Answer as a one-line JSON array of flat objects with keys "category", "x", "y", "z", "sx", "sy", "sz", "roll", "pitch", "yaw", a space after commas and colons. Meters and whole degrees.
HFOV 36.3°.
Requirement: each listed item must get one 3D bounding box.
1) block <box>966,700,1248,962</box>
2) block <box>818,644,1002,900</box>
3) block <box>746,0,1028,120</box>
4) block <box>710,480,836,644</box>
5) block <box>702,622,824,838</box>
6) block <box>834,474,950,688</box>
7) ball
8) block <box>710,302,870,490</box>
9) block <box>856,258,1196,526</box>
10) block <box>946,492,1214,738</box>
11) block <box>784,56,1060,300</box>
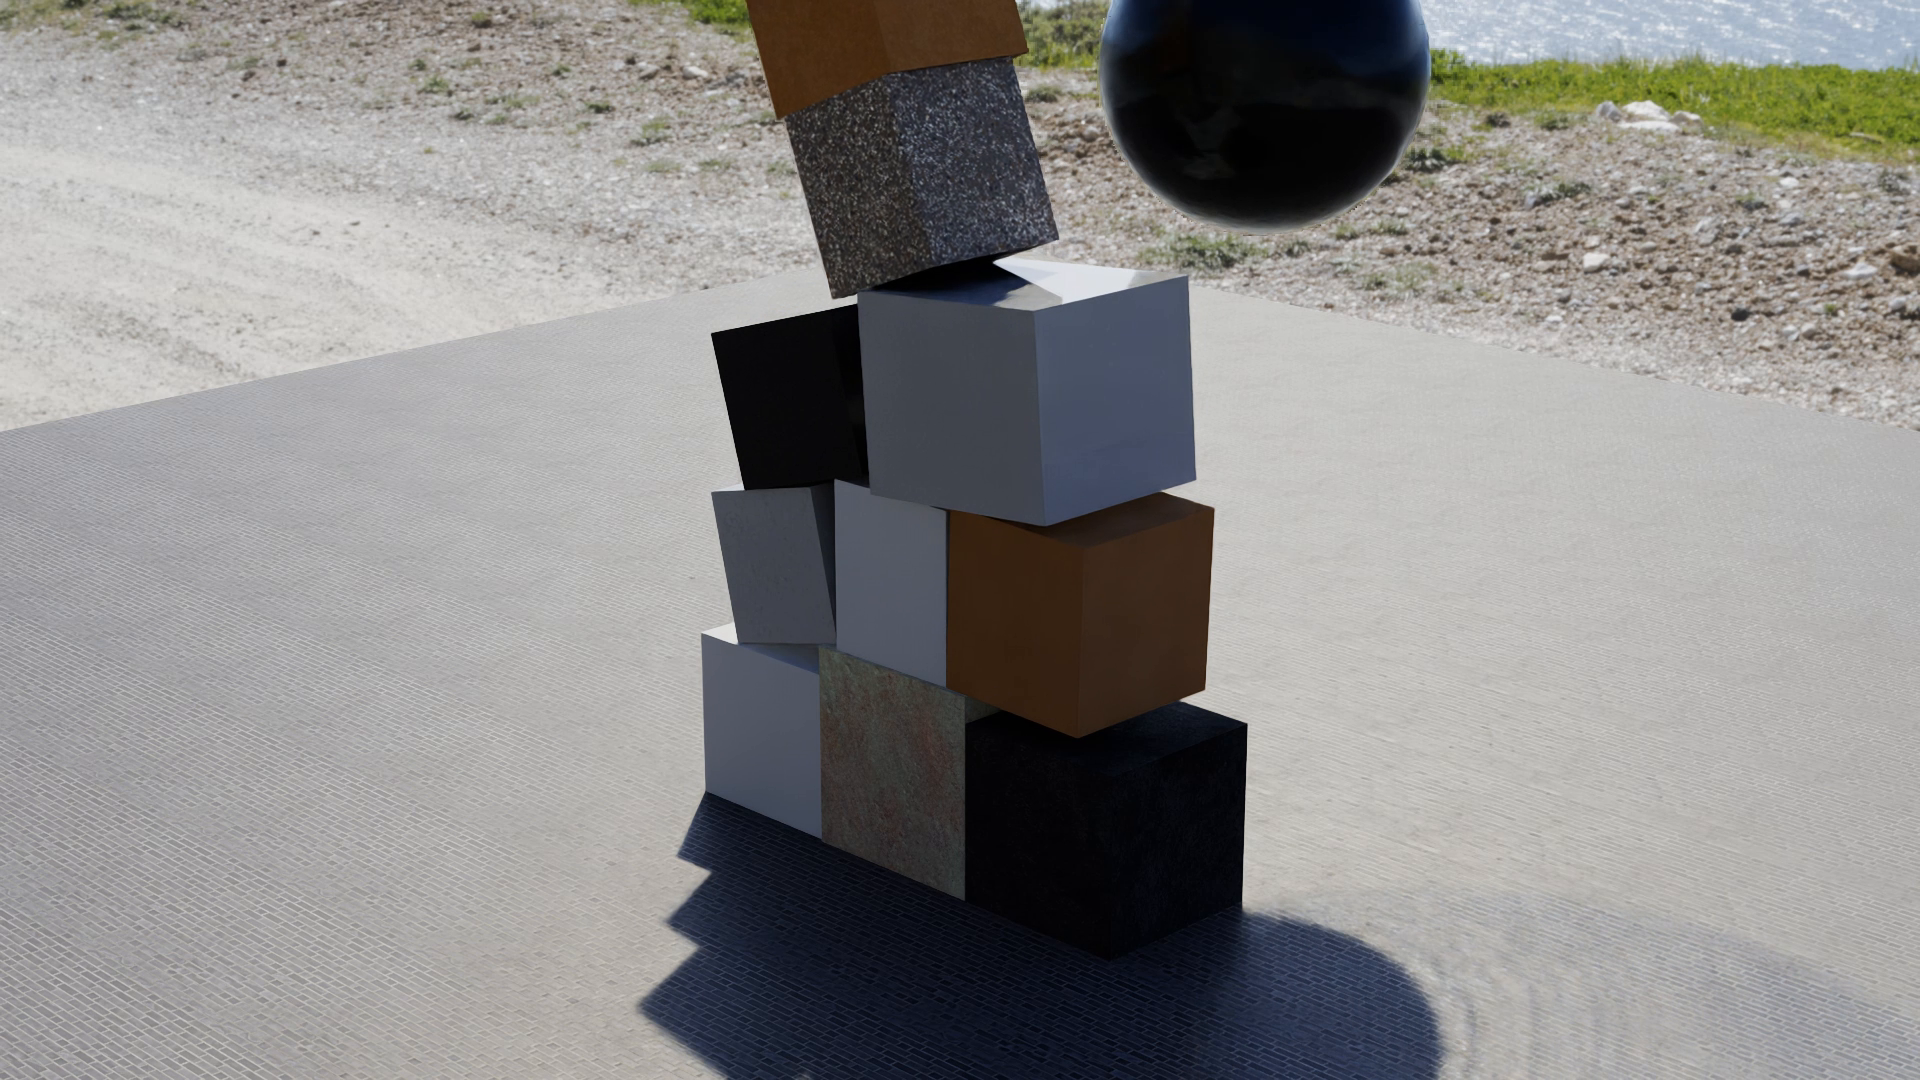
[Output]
[{"category": "block", "x": 0.647, "y": 1.217, "z": 13.050, "sx": 0.883, "sy": 0.854, "sz": 0.875, "roll": -17, "pitch": 24, "yaw": -42}, {"category": "block", "x": -0.005, "y": 0.964, "z": 13.653, "sx": 0.878, "sy": 0.975, "sz": 0.950, "roll": -17, "pitch": 24, "yaw": -42}, {"category": "block", "x": -0.352, "y": -2.386, "z": 12.979, "sx": 0.840, "sy": 0.775, "sz": 0.793, "roll": -17, "pitch": 3, "yaw": -42}, {"category": "block", "x": -0.613, "y": 0.044, "z": 13.978, "sx": 0.749, "sy": 0.738, "sz": 0.717, "roll": -17, "pitch": 11, "yaw": -43}, {"category": "block", "x": -0.642, "y": 0.838, "z": 14.301, "sx": 0.870, "sy": 0.825, "sz": 0.856, "roll": -17, "pitch": 24, "yaw": -42}, {"category": "block", "x": -0.026, "y": 0.102, "z": 13.402, "sx": 0.713, "sy": 0.819, "sz": 0.818, "roll": 17, "pitch": 24, "yaw": 42}, {"category": "ball", "x": 1.467, "y": -2.281, "z": 14.162, "sx": 1.600, "sy": 1.600, "sz": 1.600, "roll": 0, "pitch": 17, "yaw": 0}, {"category": "block", "x": -0.516, "y": -0.711, "z": 13.635, "sx": 0.799, "sy": 0.751, "sz": 0.845, "roll": -17, "pitch": 7, "yaw": -42}, {"category": "block", "x": 0.296, "y": -0.674, "z": 12.841, "sx": 0.967, "sy": 0.914, "sz": 1.069, "roll": -17, "pitch": 19, "yaw": -42}, {"category": "block", "x": 0.525, "y": 0.258, "z": 12.882, "sx": 0.789, "sy": 0.851, "sz": 0.839, "roll": 19, "pitch": 25, "yaw": 42}, {"category": "block", "x": -0.167, "y": -1.601, "z": 12.986, "sx": 0.778, "sy": 0.836, "sz": 0.694, "roll": -17, "pitch": 3, "yaw": -42}]
